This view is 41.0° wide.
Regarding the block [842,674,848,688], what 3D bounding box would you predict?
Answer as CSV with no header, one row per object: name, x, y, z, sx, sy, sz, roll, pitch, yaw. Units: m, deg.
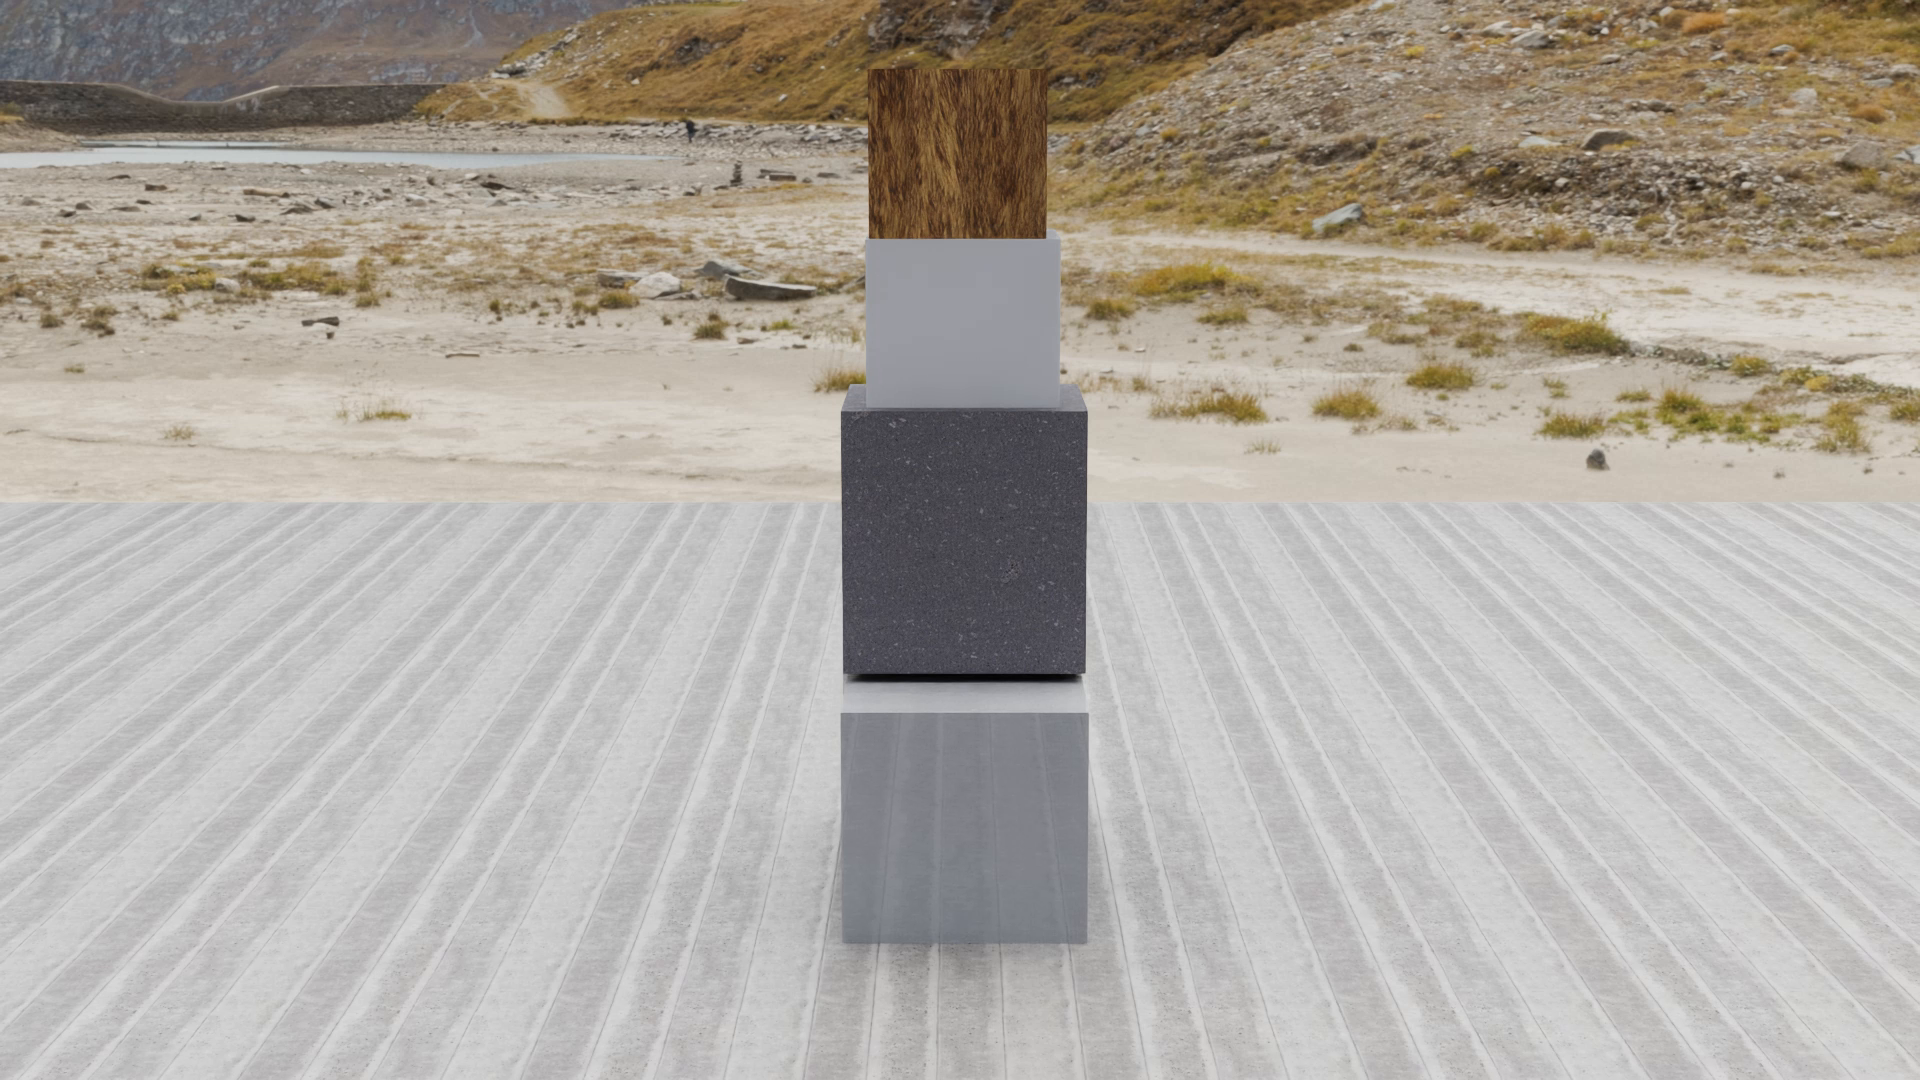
block,-0.005,0.890,11.840,1.022,1.013,0.966,0,10,0

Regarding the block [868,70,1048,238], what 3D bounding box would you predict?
block,-0.010,-1.645,10.880,0.735,0.690,0.669,0,10,0

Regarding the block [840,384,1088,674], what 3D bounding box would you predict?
block,0.018,-0.069,11.168,1.022,1.113,0.942,0,10,0

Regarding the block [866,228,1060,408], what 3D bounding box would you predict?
block,0.013,-0.961,11.005,0.808,0.701,0.720,0,10,0

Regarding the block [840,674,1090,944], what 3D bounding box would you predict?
block,0.019,1.085,10.882,1.001,0.971,0.969,0,10,0
